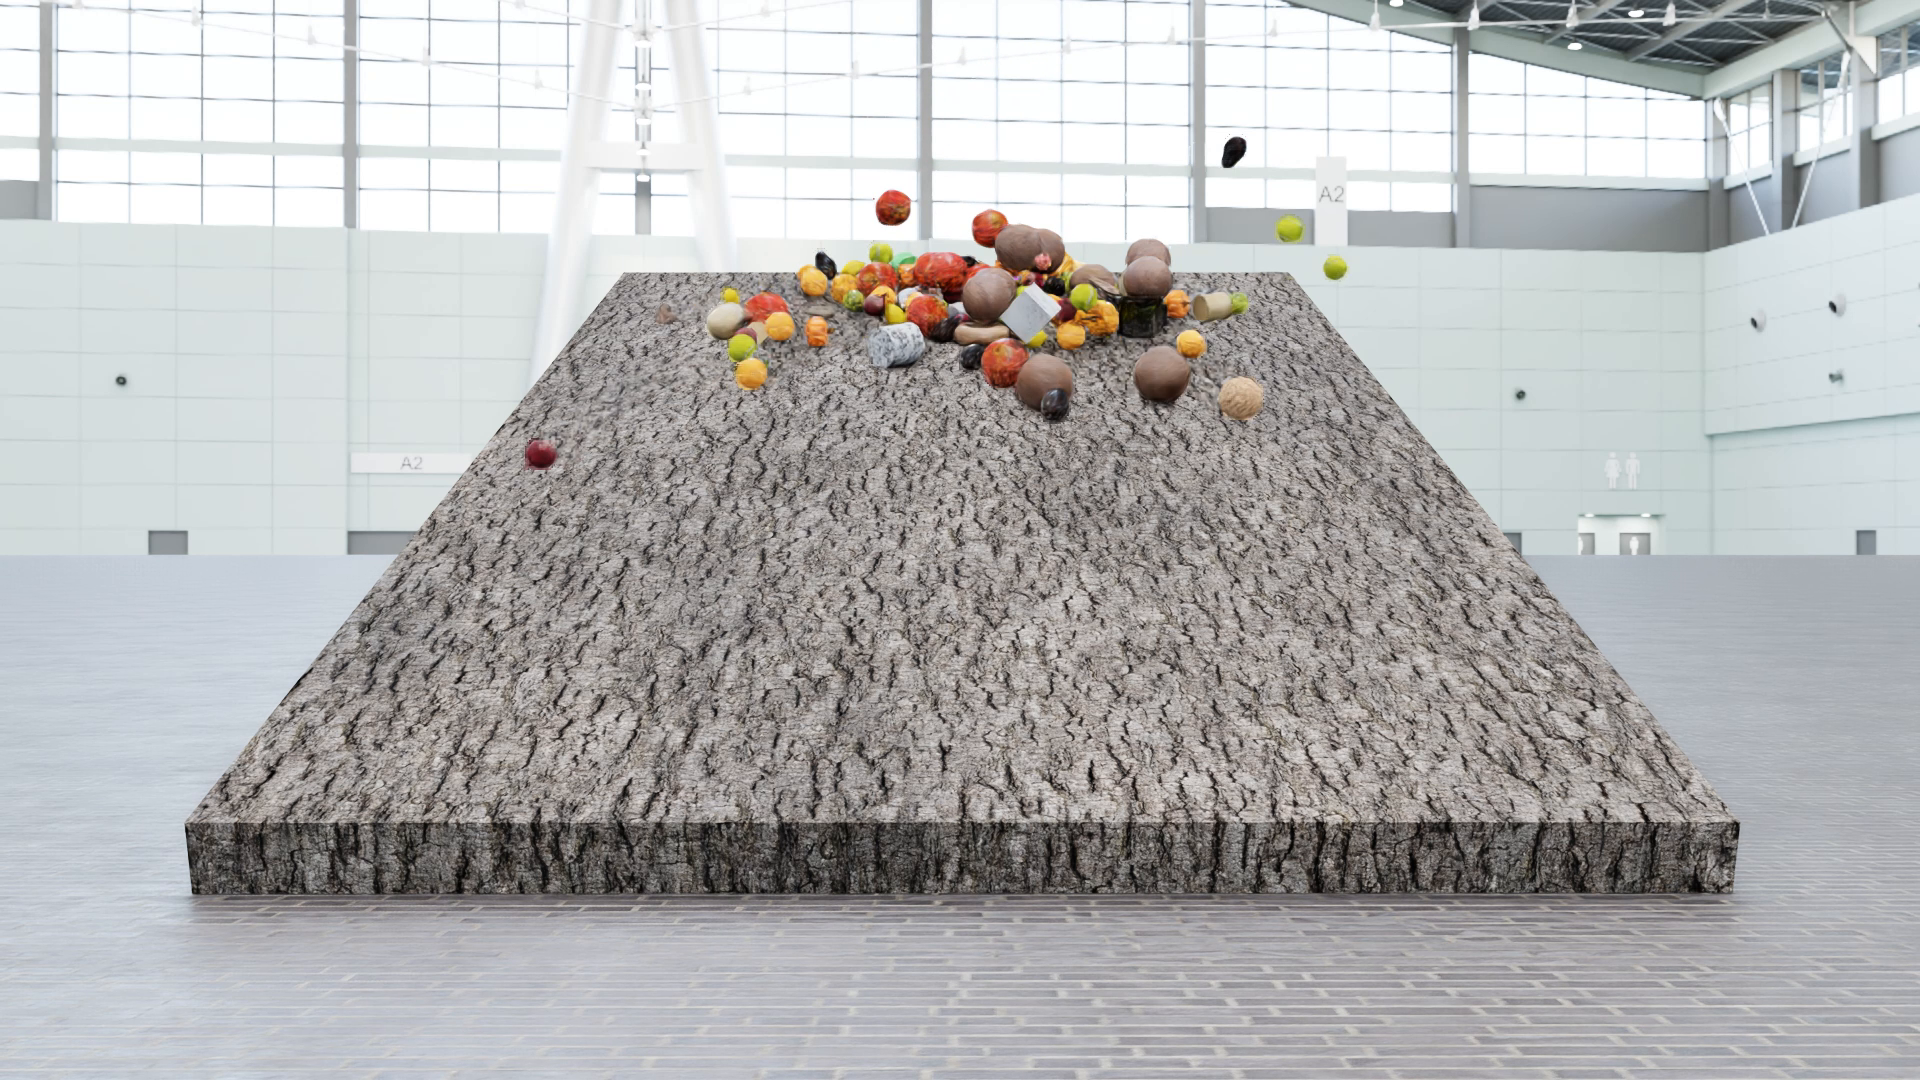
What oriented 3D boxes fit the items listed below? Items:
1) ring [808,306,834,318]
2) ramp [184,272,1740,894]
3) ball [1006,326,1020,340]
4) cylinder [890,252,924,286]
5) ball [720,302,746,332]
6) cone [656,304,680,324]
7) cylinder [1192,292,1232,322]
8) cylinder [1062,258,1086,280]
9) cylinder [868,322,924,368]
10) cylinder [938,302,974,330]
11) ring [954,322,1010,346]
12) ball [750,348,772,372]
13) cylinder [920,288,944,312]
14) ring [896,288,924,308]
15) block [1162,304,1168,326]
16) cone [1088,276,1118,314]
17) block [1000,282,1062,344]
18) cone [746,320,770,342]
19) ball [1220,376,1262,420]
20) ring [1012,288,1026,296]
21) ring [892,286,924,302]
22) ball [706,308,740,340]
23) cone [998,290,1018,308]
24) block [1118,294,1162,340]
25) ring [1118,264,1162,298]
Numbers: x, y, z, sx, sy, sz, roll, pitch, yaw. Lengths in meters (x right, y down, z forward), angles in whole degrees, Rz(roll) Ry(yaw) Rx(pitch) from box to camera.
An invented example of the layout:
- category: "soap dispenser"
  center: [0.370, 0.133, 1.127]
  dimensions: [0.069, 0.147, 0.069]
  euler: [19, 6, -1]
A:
- category: "ring"
  center: [-0.377, -0.617, 6.020]
  dimensions: [0.075, 0.025, 0.075]
  euler: [1, 17, 0]
- category: "ramp"
  center: [-0.003, -0.173, 4.782]
  dimensions: [2.000, 0.100, 4.000]
  euler: [0, 17, 0]
- category: "ball"
  center: [0.154, -0.552, 5.739]
  dimensions: [0.067, 0.067, 0.067]
  euler: [0, 0, 0]
- category: "cylinder"
  center: [-0.153, -0.791, 6.487]
  dimensions: [0.086, 0.086, 0.086]
  euler: [0, 16, -15]
- category: "ball"
  center: [-0.599, -0.579, 5.796]
  dimensions: [0.081, 0.081, 0.081]
  euler: [0, 0, 0]
- category: "cone"
  center: [-0.769, -0.594, 5.940]
  dimensions: [0.058, 0.058, 0.058]
  euler: [0, -15, 43]
- category: "cylinder"
  center: [0.677, -0.625, 5.965]
  dimensions: [0.074, 0.074, 0.074]
  euler: [-8, 4, -27]
- category: "cylinder"
  center: [0.332, -0.783, 6.436]
  dimensions: [0.052, 0.052, 0.052]
  euler: [11, -5, -23]
- category: "cylinder"
  center: [-0.157, -0.477, 5.437]
  dimensions: [0.099, 0.099, 0.099]
  euler: [-15, 10, -40]
- category: "cylinder"
  center: [-0.010, -0.587, 5.843]
  dimensions: [0.069, 0.069, 0.069]
  euler: [0, -5, 31]
- category: "ring"
  center: [0.055, -0.529, 5.694]
  dimensions: [0.144, 0.048, 0.144]
  euler: [-1, 16, 0]
- category: "ball"
  center: [-0.483, -0.436, 5.377]
  dimensions: [0.053, 0.053, 0.053]
  euler: [0, 0, 0]
- category: "cylinder"
  center: [-0.071, -0.630, 5.828]
  dimensions: [0.054, 0.054, 0.054]
  euler: [-12, 2, 0]
- category: "ring"
  center: [-0.132, -0.671, 6.157]
  dimensions: [0.086, 0.029, 0.086]
  euler: [-4, 37, 3]
- category: "block"
  center: [0.515, -0.599, 5.912]
  dimensions: [0.056, 0.056, 0.056]
  euler: [-6, 18, -19]
- category: "cone"
  center: [0.365, -0.646, 5.974]
  dimensions: [0.092, 0.092, 0.092]
  euler: [25, 20, -10]
- category: "block"
  center: [0.164, -0.528, 5.163]
  dimensions: [0.090, 0.090, 0.090]
  euler: [-45, 1, 26]
- category: "cone"
  center: [-0.515, -0.525, 5.714]
  dimensions: [0.060, 0.060, 0.060]
  euler: [0, -21, 5]
- category: "ball"
  center: [0.620, -0.313, 4.910]
  dimensions: [0.094, 0.094, 0.094]
  euler: [0, 0, 0]
- category: "ring"
  center: [0.180, -0.675, 6.189]
  dimensions: [0.109, 0.036, 0.109]
  euler: [-1, 22, 0]
- category: "ring"
  center: [-0.141, -0.690, 6.245]
  dimensions: [0.097, 0.032, 0.097]
  euler: [-2, 22, 1]
- category: "ball"
  center: [-0.610, -0.556, 5.718]
  dimensions: [0.084, 0.084, 0.084]
  euler: [0, 0, 0]
- category: "cone"
  center: [0.135, -0.669, 6.045]
  dimensions: [0.052, 0.052, 0.052]
  euler: [0, 39, 10]
- category: "block"
  center: [0.470, -0.582, 5.791]
  dimensions: [0.095, 0.095, 0.095]
  euler: [6, 18, 17]
- category: "ring"
  center: [0.490, -0.694, 6.058]
  dimensions: [0.123, 0.123, 0.041]
  euler: [0, -14, 11]
